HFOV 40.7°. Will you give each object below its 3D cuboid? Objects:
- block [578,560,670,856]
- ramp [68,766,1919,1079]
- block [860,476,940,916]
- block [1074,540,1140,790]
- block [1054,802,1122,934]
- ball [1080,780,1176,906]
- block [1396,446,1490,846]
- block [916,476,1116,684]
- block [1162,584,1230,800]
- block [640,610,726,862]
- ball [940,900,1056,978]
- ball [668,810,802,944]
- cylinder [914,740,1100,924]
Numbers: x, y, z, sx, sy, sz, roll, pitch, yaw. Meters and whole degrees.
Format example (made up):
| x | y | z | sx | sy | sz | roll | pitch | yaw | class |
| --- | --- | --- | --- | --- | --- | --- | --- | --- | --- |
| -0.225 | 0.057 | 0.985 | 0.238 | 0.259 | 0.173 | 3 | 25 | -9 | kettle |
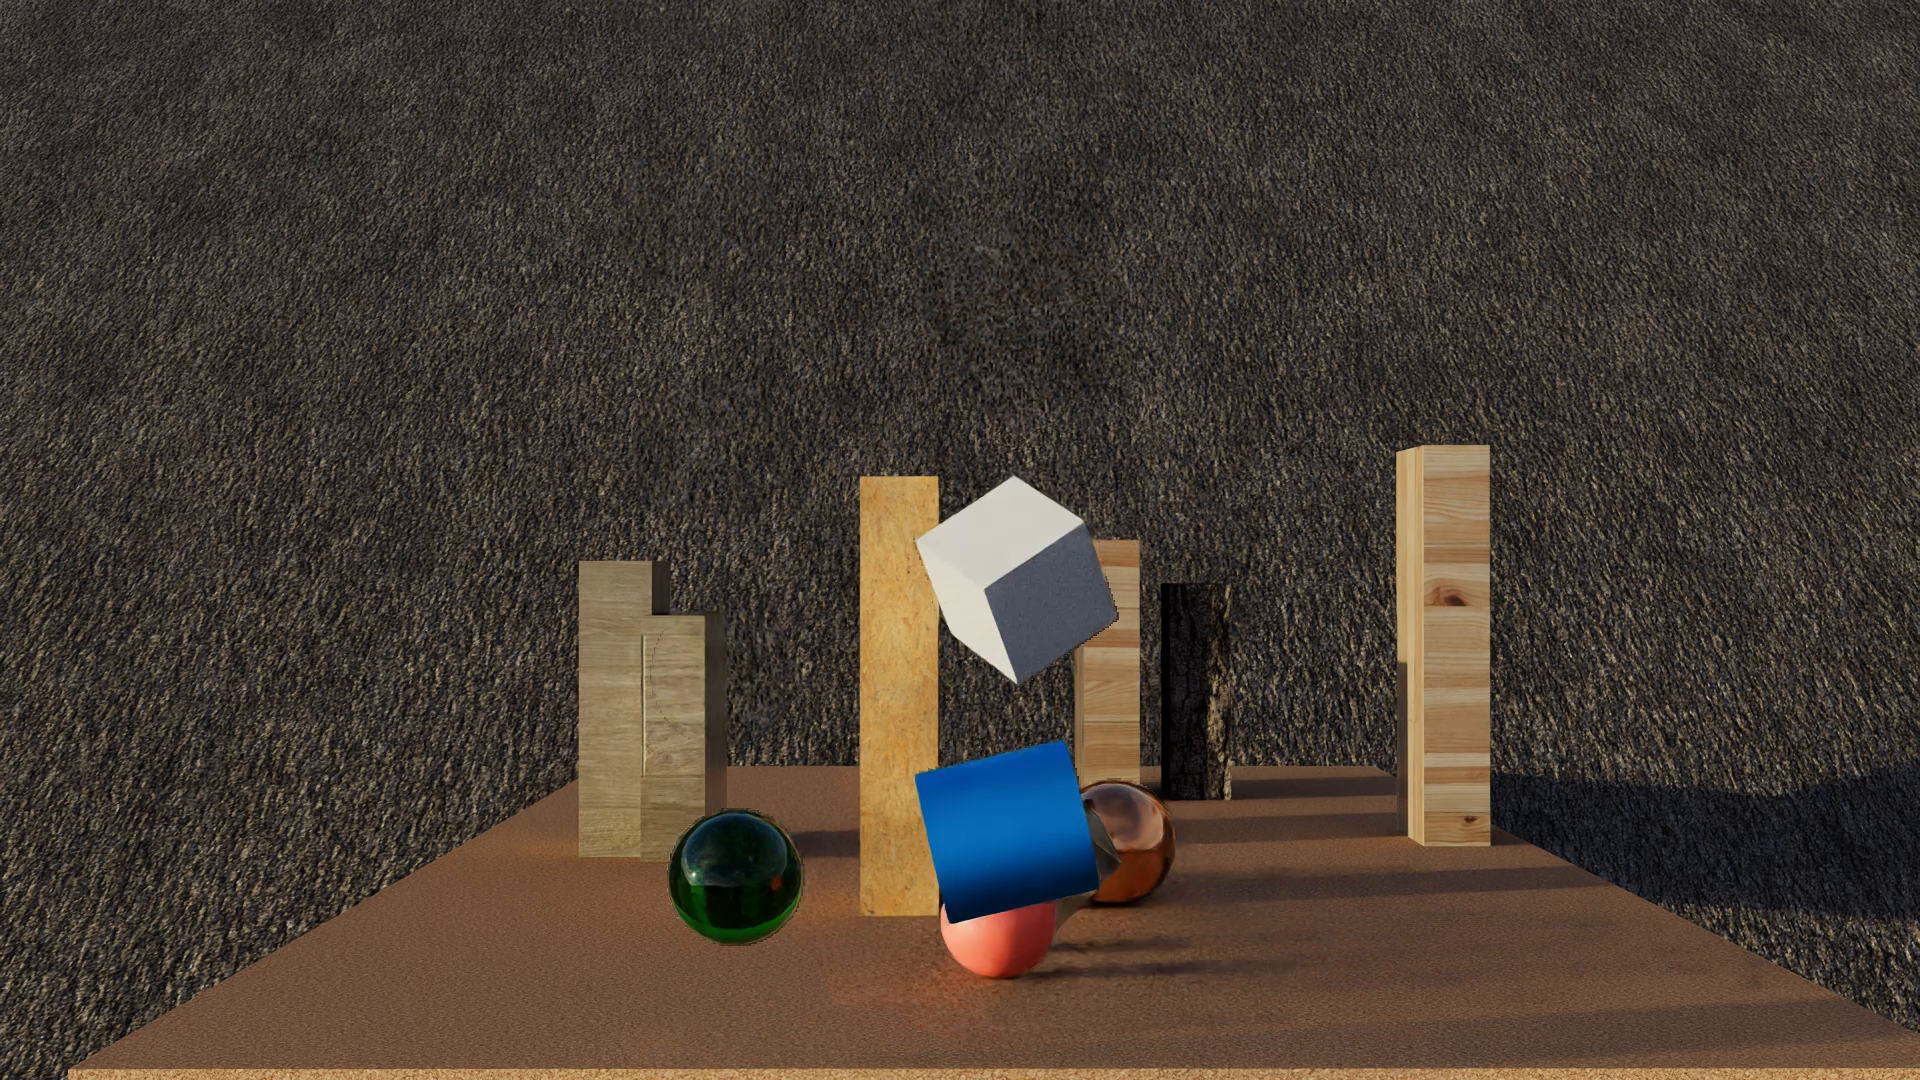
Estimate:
| x | y | z | sx | sy | sz | roll | pitch | yaw | class |
| --- | --- | --- | --- | --- | --- | --- | --- | --- | --- |
| -0.618 | 0.304 | 4.788 | 0.130 | 0.530 | 0.293 | 0 | 0 | 0 | block |
| 0.070 | 0.618 | 4.697 | 2.000 | 0.100 | 4.000 | 0 | 0 | 0 | ramp |
| -0.091 | 0.234 | 3.991 | 0.117 | 0.656 | 0.249 | 0 | 0 | 0 | block |
| 0.333 | 0.290 | 5.917 | 0.123 | 0.576 | 0.448 | 0 | 0 | 0 | block |
| 0.103 | 0.423 | 3.559 | 0.151 | 0.151 | 0.151 | -46 | 19 | 8 | block |
| 0.236 | 0.465 | 3.981 | 0.192 | 0.192 | 0.192 | 0 | 31 | 0 | ball |
| 0.923 | 0.198 | 4.958 | 0.123 | 0.744 | 0.296 | 0 | 0 | 0 | block |
| 0.064 | 0.044 | 2.947 | 0.142 | 0.142 | 0.142 | -33 | 38 | -18 | block |
| 0.533 | 0.338 | 5.866 | 0.135 | 0.479 | 0.245 | 0 | 0 | 0 | block |
| -0.506 | 0.352 | 4.777 | 0.114 | 0.434 | 0.429 | 0 | 0 | 0 | block |
| 0.048 | 0.482 | 3.291 | 0.147 | 0.147 | 0.147 | 0 | 31 | 0 | ball |
| -0.294 | 0.441 | 3.398 | 0.175 | 0.175 | 0.175 | 0 | 31 | 0 | ball |
| 0.047 | 0.293 | 2.608 | 0.155 | 0.155 | 0.155 | -13 | 32 | -1 | cylinder |
